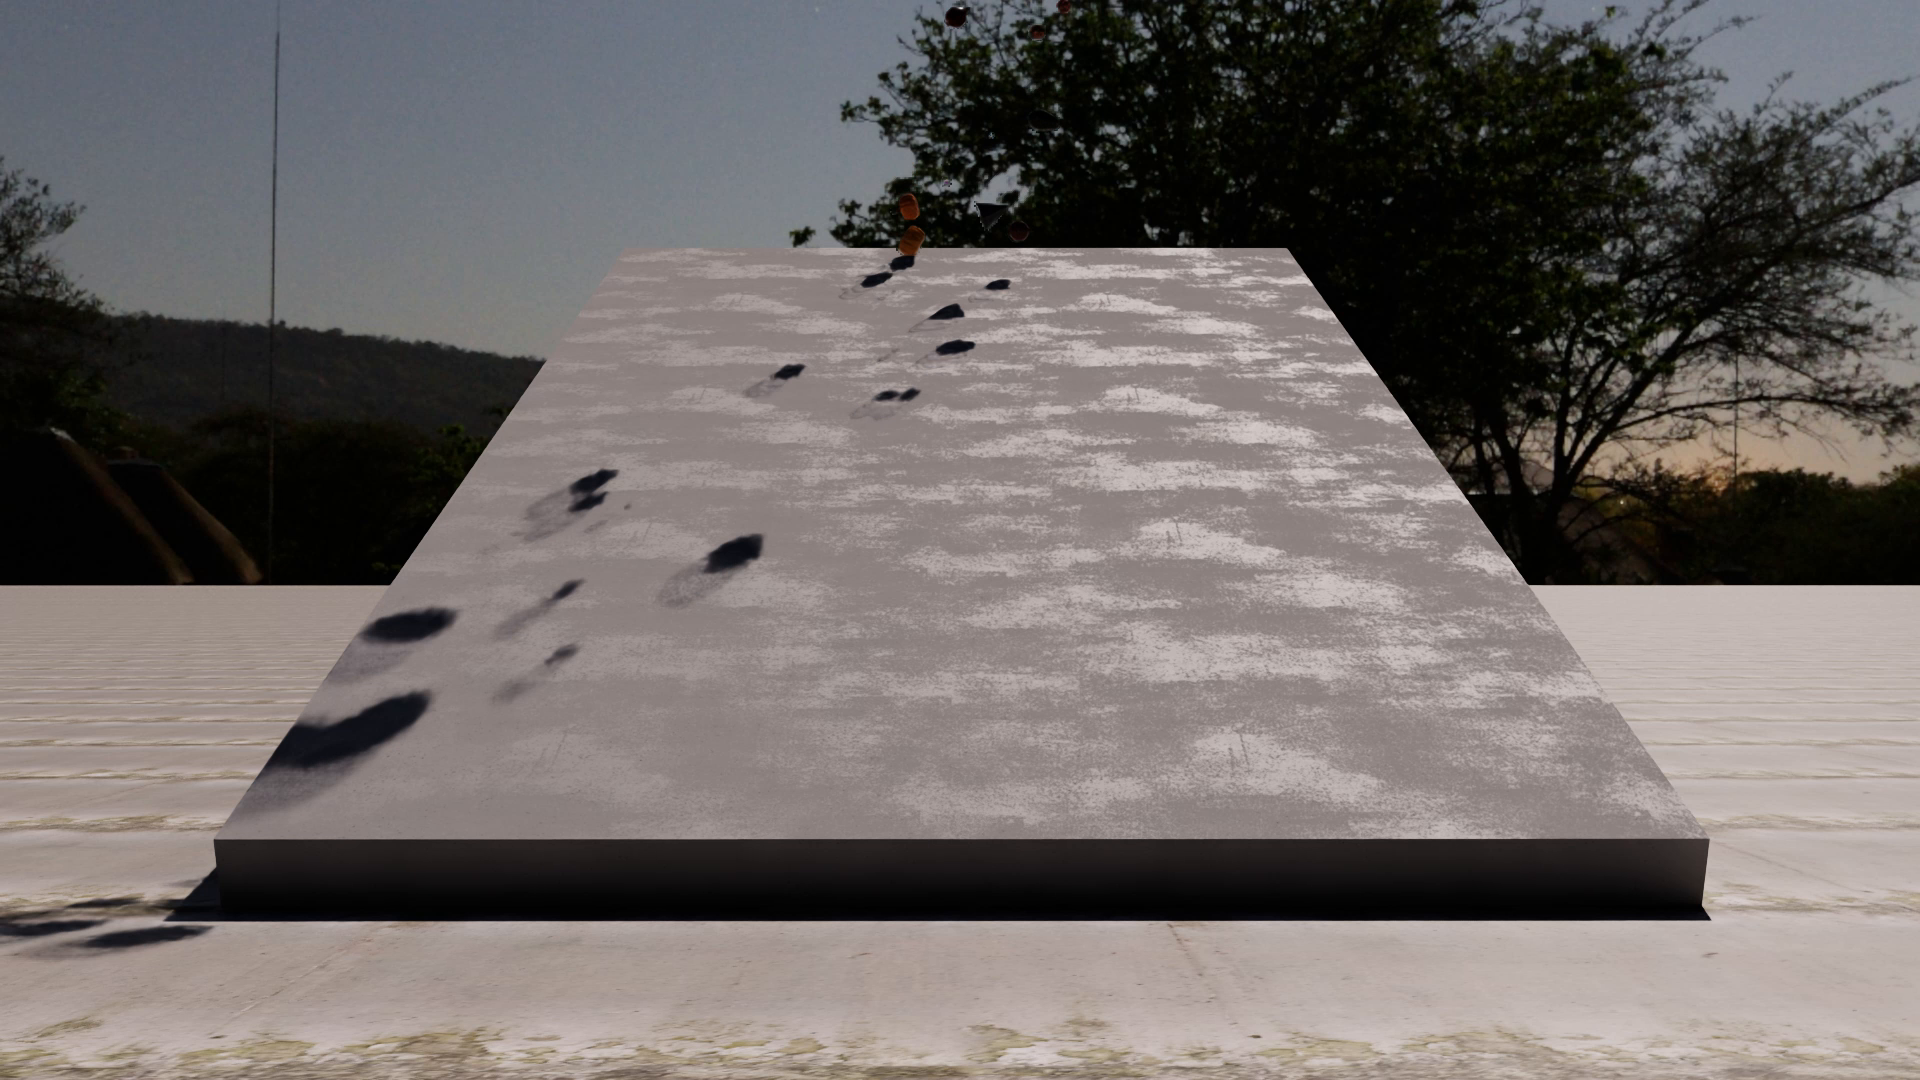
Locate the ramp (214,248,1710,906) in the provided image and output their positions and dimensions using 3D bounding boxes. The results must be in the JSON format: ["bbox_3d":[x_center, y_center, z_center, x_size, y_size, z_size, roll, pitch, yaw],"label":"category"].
[{"bbox_3d":[-0.004,-0.194,4.913,2.000,0.100,4.000,0,19,0],"label":"ramp"}]

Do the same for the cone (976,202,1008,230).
[{"bbox_3d":[0.099,-0.926,6.321,0.081,0.081,0.081,-21,-3,5],"label":"cone"}]
